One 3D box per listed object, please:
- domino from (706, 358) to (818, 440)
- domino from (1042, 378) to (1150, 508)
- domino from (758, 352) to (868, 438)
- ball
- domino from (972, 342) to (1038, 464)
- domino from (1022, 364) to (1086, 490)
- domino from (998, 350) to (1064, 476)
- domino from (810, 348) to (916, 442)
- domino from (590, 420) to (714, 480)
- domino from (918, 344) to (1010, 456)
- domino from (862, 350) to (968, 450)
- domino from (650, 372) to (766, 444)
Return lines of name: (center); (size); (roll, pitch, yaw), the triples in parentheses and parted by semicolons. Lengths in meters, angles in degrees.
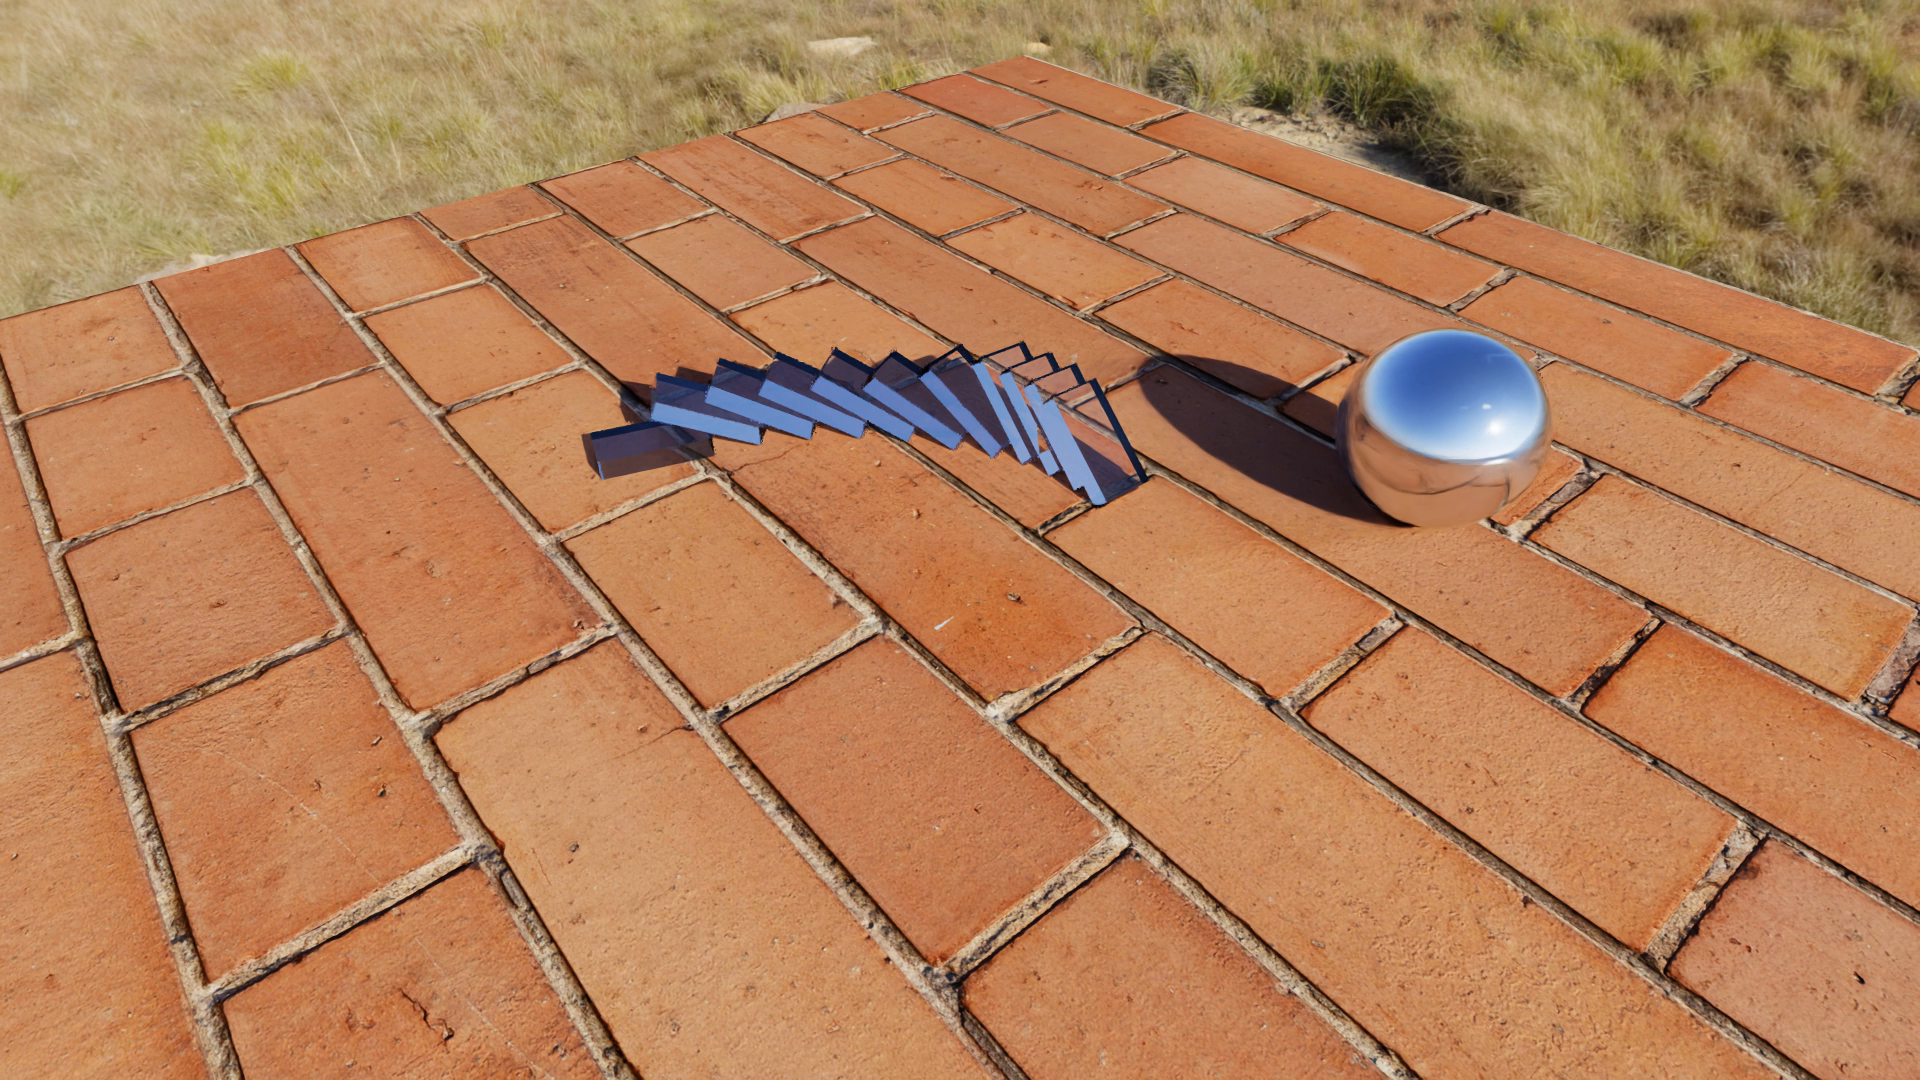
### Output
domino: (-0.090, -0.065, 0.507); (0.050, 0.010, 0.025); (19, 37, -16)
domino: (0.058, -0.042, 0.470); (0.025, 0.010, 0.050); (-26, 87, -28)
domino: (-0.066, -0.067, 0.510); (0.050, 0.010, 0.025); (23, 39, -11)
ball: (0.193, -0.045, 0.442); (0.080, 0.080, 0.080); (0, 39, 0)
domino: (0.028, -0.062, 0.495); (0.025, 0.009, 0.050); (-25, 86, -28)
domino: (0.050, -0.050, 0.480); (0.025, 0.009, 0.050); (-25, 87, -28)
domino: (0.040, -0.056, 0.488); (0.025, 0.009, 0.050); (-25, 87, -28)
domino: (-0.041, -0.067, 0.510); (0.050, 0.010, 0.025); (28, 41, -6)
domino: (-0.139, -0.043, 0.496); (0.050, 0.009, 0.025); (-14, 41, -17)
domino: (0.007, -0.064, 0.503); (0.050, 0.010, 0.025); (48, 53, 6)
domino: (-0.017, -0.065, 0.507); (0.050, 0.010, 0.025); (34, 45, 1)
domino: (-0.114, -0.060, 0.501); (0.050, 0.010, 0.025); (12, 34, -24)
